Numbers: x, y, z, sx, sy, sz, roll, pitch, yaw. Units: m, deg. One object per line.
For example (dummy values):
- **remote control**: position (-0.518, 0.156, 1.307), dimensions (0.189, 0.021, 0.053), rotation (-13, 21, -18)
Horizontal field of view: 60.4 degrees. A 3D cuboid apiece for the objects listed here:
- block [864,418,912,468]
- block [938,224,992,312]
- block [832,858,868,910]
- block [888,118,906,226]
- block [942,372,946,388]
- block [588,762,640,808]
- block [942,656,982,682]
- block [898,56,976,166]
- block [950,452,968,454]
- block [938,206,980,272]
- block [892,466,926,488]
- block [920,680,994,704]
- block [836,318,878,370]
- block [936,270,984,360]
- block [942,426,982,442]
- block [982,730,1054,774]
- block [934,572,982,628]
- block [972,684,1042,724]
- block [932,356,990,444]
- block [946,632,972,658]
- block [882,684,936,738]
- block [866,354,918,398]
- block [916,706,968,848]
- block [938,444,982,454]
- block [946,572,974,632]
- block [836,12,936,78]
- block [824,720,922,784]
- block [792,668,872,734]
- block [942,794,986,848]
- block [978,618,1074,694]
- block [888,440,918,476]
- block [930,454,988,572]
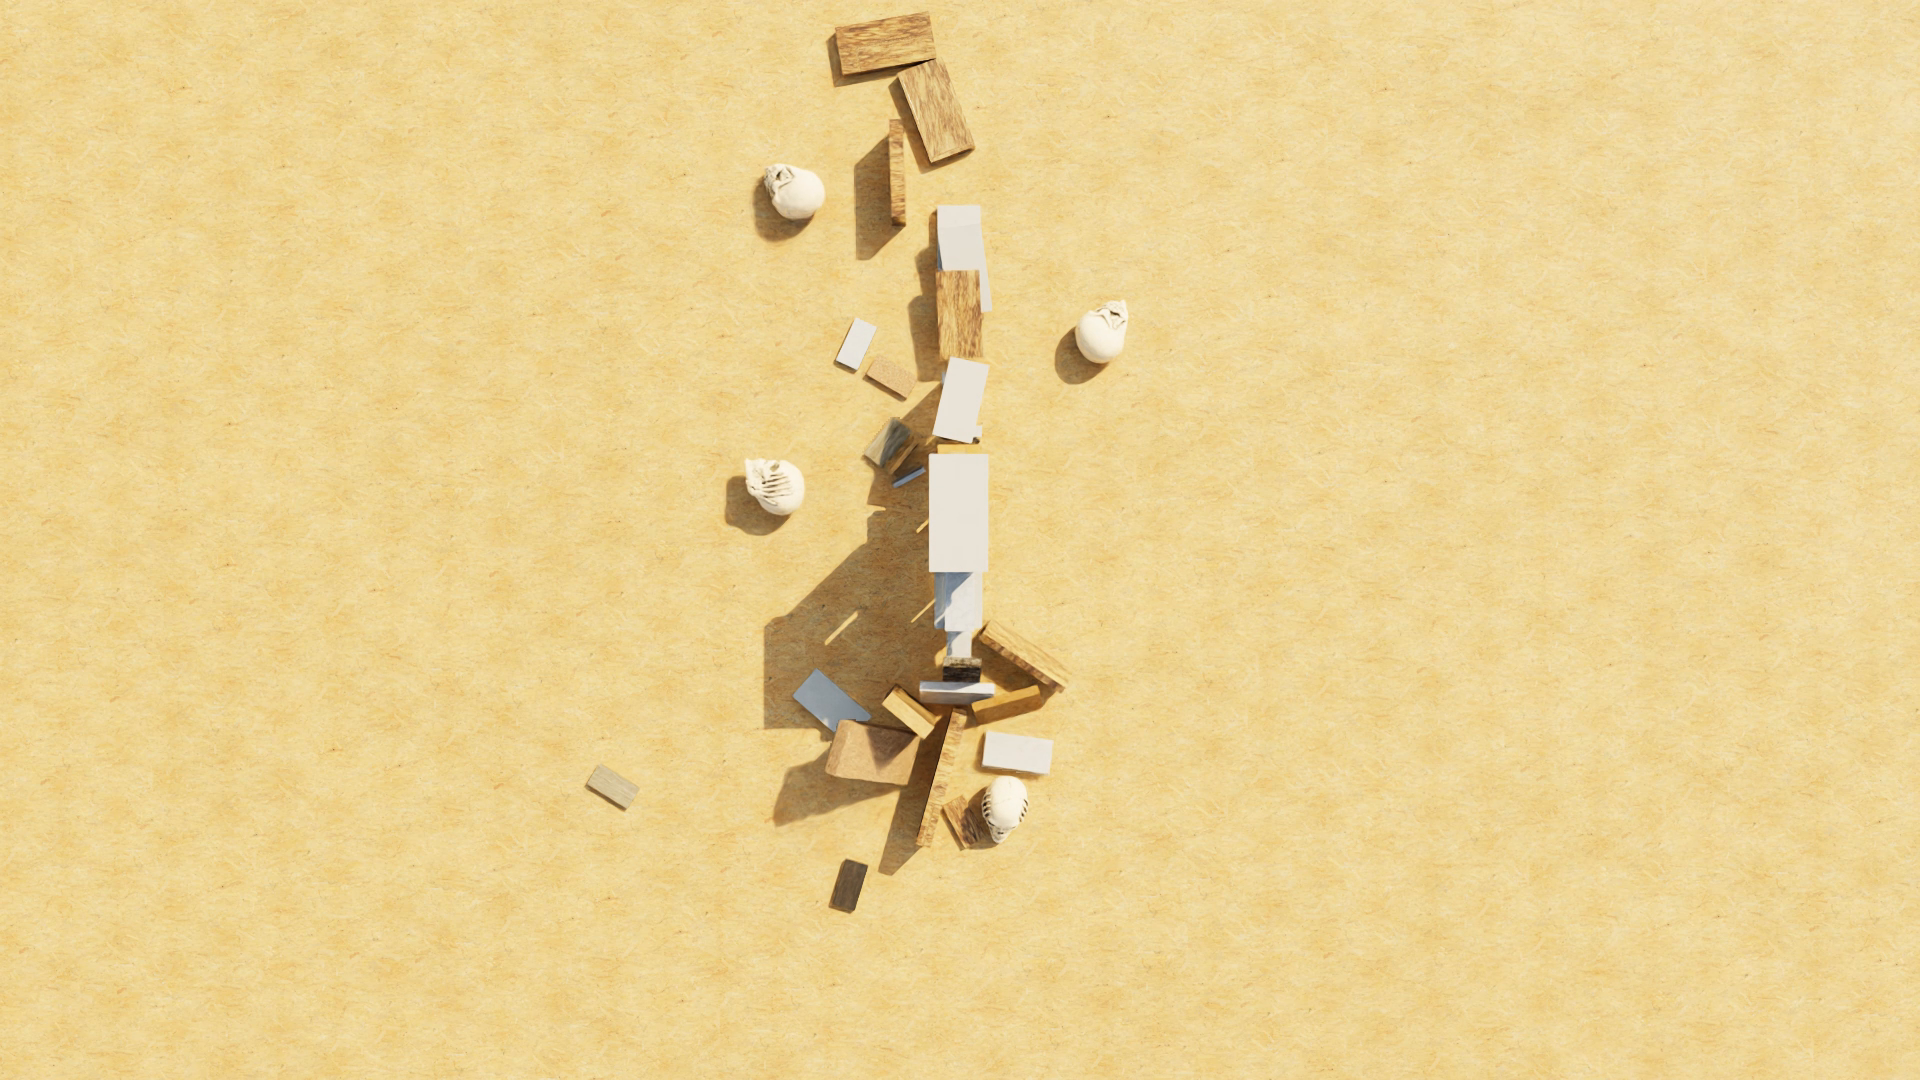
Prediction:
- **block**: position (-0.240, -0.324, 5.489), dimensions (0.078, 0.022, 0.157), rotation (39, 90, 0)
- **block**: position (0.017, -0.888, 5.430), dimensions (0.143, 0.040, 0.285), rotation (-8, 98, 1)
- **block**: position (-0.364, 1.146, 5.489), dimensions (0.079, 0.022, 0.158), rotation (17, 90, 0)
- **block**: position (-0.205, -1.206, 5.421), dimensions (0.045, 0.158, 0.316), rotation (-2, 90, -1)
- **block**: position (0.006, -0.516, 5.373), dimensions (0.127, 0.254, 0.036), rotation (0, 90, 0)
- **block**: position (-1.151, 0.818, 5.489), dimensions (0.158, 0.022, 0.079), rotation (32, 90, 0)
- **block**: position (0.005, 0.442, 5.382), dimensions (0.122, 0.244, 0.035), rotation (2, 65, 0)
- **block**: position (-0.078, -1.424, 5.478), dimensions (0.158, 0.045, 0.316), rotation (-21, 90, 0)
- **block**: position (-0.004, -0.248, 5.132), dimensions (0.059, 0.117, 0.017), rotation (0, 114, 0)
- **block**: position (-0.003, -0.965, 5.480), dimensions (0.143, 0.040, 0.285), rotation (0, 90, 0)
- **block**: position (-0.171, -0.210, 5.470), dimensions (0.117, 0.059, 0.017), rotation (-29, 103, 0)
- **block**: position (-0.010, 0.505, 5.437), dimensions (0.244, 0.122, 0.035), rotation (2, 65, 0)
- **block**: position (-0.343, -0.652, 5.489), dimensions (0.078, 0.022, 0.157), rotation (25, 90, 0)
- **block**: position (-0.001, -0.739, 5.410), dimensions (0.143, 0.040, 0.285), rotation (-3, 98, 0)
- **block**: position (0.006, -0.349, 5.373), dimensions (0.127, 0.254, 0.036), rotation (3, 90, 0)
- **block**: position (0.192, 0.705, 5.481), dimensions (0.223, 0.032, 0.112), rotation (8, 86, 0)
- **block**: position (-0.005, 0.128, 5.180), dimensions (0.149, 0.042, 0.299), rotation (0, 90, 0)
- **block**: position (0.156, 0.545, 5.444), dimensions (0.223, 0.112, 0.032), rotation (-15, 59, 0)
- **block**: position (0.003, -0.442, 5.228), dimensions (0.127, 0.036, 0.254), rotation (13, 90, 0)
- **block**: position (-0.003, 0.318, 5.336), dimensions (0.077, 0.022, 0.155), rotation (1, 89, 0)
- **block**: position (-0.163, 0.549, 5.328), dimensions (0.172, 0.345, 0.049), rotation (40, 90, 0)
- **block**: position (-0.224, -0.545, 5.489), dimensions (0.157, 0.022, 0.078), rotation (30, 90, 0)
- **block**: position (-0.060, 0.775, 5.414), dimensions (0.049, 0.172, 0.443), rotation (15, 90, 0)
- **block**: position (-0.002, -0.163, 5.208), dimensions (0.136, 0.039, 0.273), rotation (0, 90, 0)
- **block**: position (0.000, 0.185, 4.968), dimensions (0.089, 0.025, 0.177), rotation (0, 90, 0)
- **block**: position (-0.245, -1.645, 5.478), dimensions (0.316, 0.045, 0.158), rotation (-10, 90, 0)
- **block**: position (-0.278, 0.692, 5.355), dimensions (0.049, 0.345, 0.172), rotation (17, 90, 41)
- **block**: position (-0.425, 0.551, 5.483), dimensions (0.244, 0.035, 0.122), rotation (41, 90, 0)
- **block**: position (0.014, 0.935, 5.489), dimensions (0.079, 0.022, 0.158), rotation (-29, 90, 0)
- **block**: position (0.219, 0.381, 5.444), dimensions (0.325, 0.112, 0.032), rotation (34, 121, 0)
- **block**: position (-0.187, -0.273, 5.471), dimensions (0.017, 0.059, 0.139), rotation (40, 90, 0)
- **block**: position (-0.004, -0.078, 4.794), dimensions (0.171, 0.048, 0.341), rotation (0, 90, 0)
